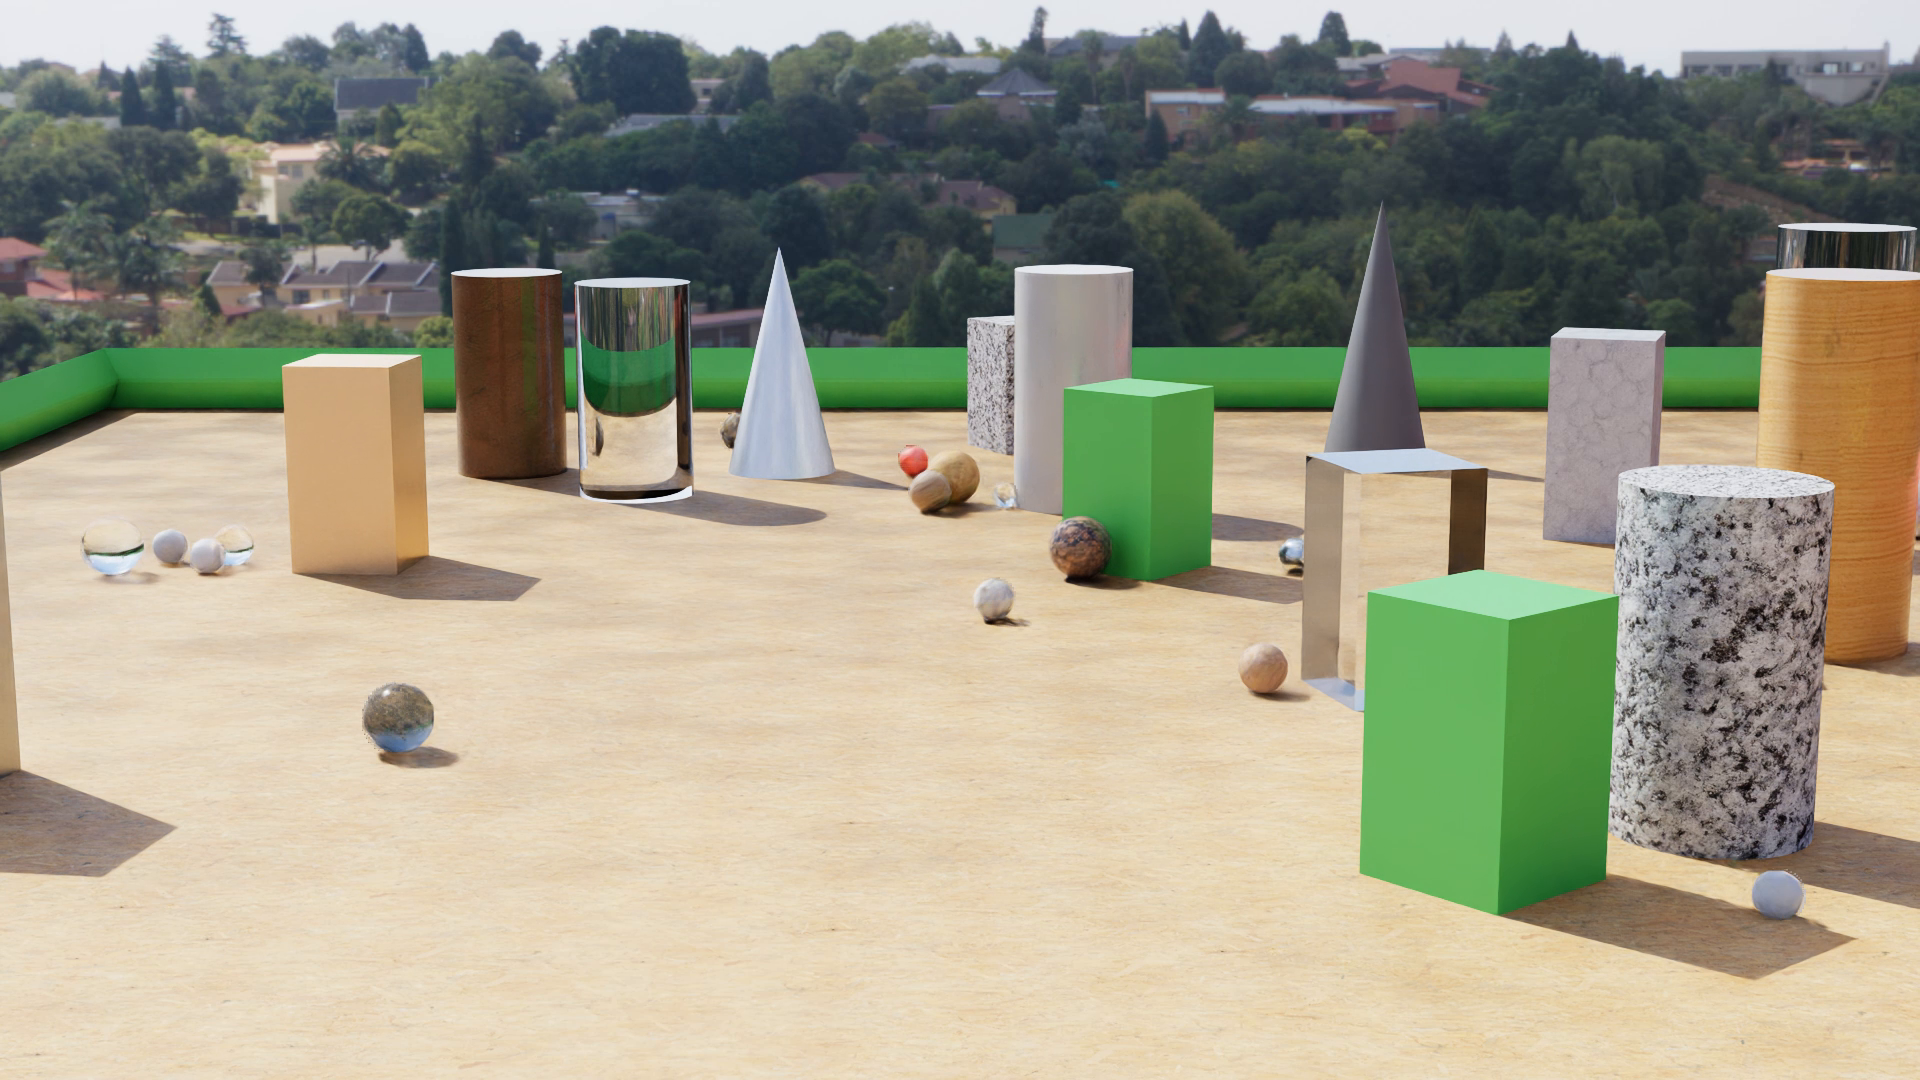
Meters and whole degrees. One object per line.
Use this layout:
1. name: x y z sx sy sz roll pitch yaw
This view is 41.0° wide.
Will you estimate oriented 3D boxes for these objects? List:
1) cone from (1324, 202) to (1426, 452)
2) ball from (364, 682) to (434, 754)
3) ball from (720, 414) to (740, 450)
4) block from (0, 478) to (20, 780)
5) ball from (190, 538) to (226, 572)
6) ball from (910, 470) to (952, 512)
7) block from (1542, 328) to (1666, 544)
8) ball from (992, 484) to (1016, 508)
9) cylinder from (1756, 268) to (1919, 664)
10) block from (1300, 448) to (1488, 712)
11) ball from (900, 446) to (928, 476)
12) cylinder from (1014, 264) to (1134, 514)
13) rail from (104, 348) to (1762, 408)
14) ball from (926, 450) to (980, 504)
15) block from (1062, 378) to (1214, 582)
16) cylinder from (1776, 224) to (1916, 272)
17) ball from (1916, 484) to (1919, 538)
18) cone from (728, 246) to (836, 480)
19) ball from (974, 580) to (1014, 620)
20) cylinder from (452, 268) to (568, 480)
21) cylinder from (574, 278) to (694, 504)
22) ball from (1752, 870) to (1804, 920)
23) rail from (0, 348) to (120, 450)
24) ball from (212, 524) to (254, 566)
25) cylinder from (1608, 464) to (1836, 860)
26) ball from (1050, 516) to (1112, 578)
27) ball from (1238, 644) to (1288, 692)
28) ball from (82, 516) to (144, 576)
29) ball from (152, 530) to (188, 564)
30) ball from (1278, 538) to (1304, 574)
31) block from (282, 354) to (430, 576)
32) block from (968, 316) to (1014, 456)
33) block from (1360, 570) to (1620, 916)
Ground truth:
1. cone: 0.773 -0.386 4.735 0.195 0.483 0.195 0 11 0
2. ball: -0.600 0.190 2.747 0.075 0.075 0.075 0 11 0
3. ball: -0.420 -0.206 4.890 0.072 0.072 0.072 0 11 0
4. block: -1.072 0.083 2.590 0.156 0.344 0.156 2 11 8
5. ball: -1.091 0.022 3.722 0.050 0.050 0.050 0 11 0
6. ball: -0.049 -0.080 4.223 0.068 0.068 0.068 0 11 0
7. block: 1.005 -0.164 4.000 0.156 0.315 0.156 4 11 20
8. ball: 0.074 -0.074 4.263 0.040 0.040 0.040 0 11 0
9. cylinder: 1.098 -0.097 3.213 0.195 0.470 0.195 0 11 0
10. block: 0.504 0.043 2.996 0.156 0.274 0.156 -3 11 -15
11. ball: -0.082 -0.141 4.593 0.053 0.053 0.053 0 11 0
12. cylinder: 0.188 -0.252 4.261 0.195 0.393 0.195 0 11 0
13. rail: -0.012 -0.345 5.484 3.642 0.127 0.045 0 11 0
14. ball: -0.012 -0.105 4.293 0.092 0.092 0.092 0 11 0
15. block: 0.260 -0.091 3.745 0.156 0.265 0.156 8 13 38
16. cylinder: 1.315 -0.224 3.849 0.195 0.488 0.195 0 11 0
17. ball: 1.506 -0.051 3.987 0.098 0.098 0.098 0 11 0
18. cone: -0.323 -0.326 4.620 0.195 0.406 0.195 0 11 0
19. ball: 0.045 0.079 3.403 0.054 0.054 0.054 0 11 0
20. cylinder: -0.810 -0.301 4.618 0.195 0.359 0.195 0 11 0
21. cylinder: -0.555 -0.258 4.376 0.195 0.362 0.195 0 11 0
22. ball: 0.705 0.306 2.212 0.043 0.043 0.043 0 11 0
23. rail: -1.797 0.035 3.439 0.045 0.127 4.187 0 11 0
24. ball: -1.069 0.008 3.771 0.060 0.060 0.060 0 11 0
25. cylinder: 0.720 0.111 2.445 0.195 0.340 0.195 0 11 0
26. ball: 0.173 0.011 3.674 0.090 0.090 0.090 0 11 0
27. ball: 0.356 0.150 3.010 0.058 0.058 0.058 0 11 0
28. ball: -1.222 0.008 3.701 0.085 0.085 0.085 0 11 0
29. ball: -1.167 0.009 3.789 0.051 0.051 0.051 0 11 0
30. ball: 0.487 0.023 3.714 0.052 0.052 0.052 0 11 0
31. block: -0.883 -0.113 3.761 0.156 0.302 0.156 1 11 5
32. block: 0.120 -0.300 4.924 0.156 0.246 0.156 -5 12 -27
33. block: 0.474 0.177 2.307 0.156 0.262 0.156 -9 14 -40
